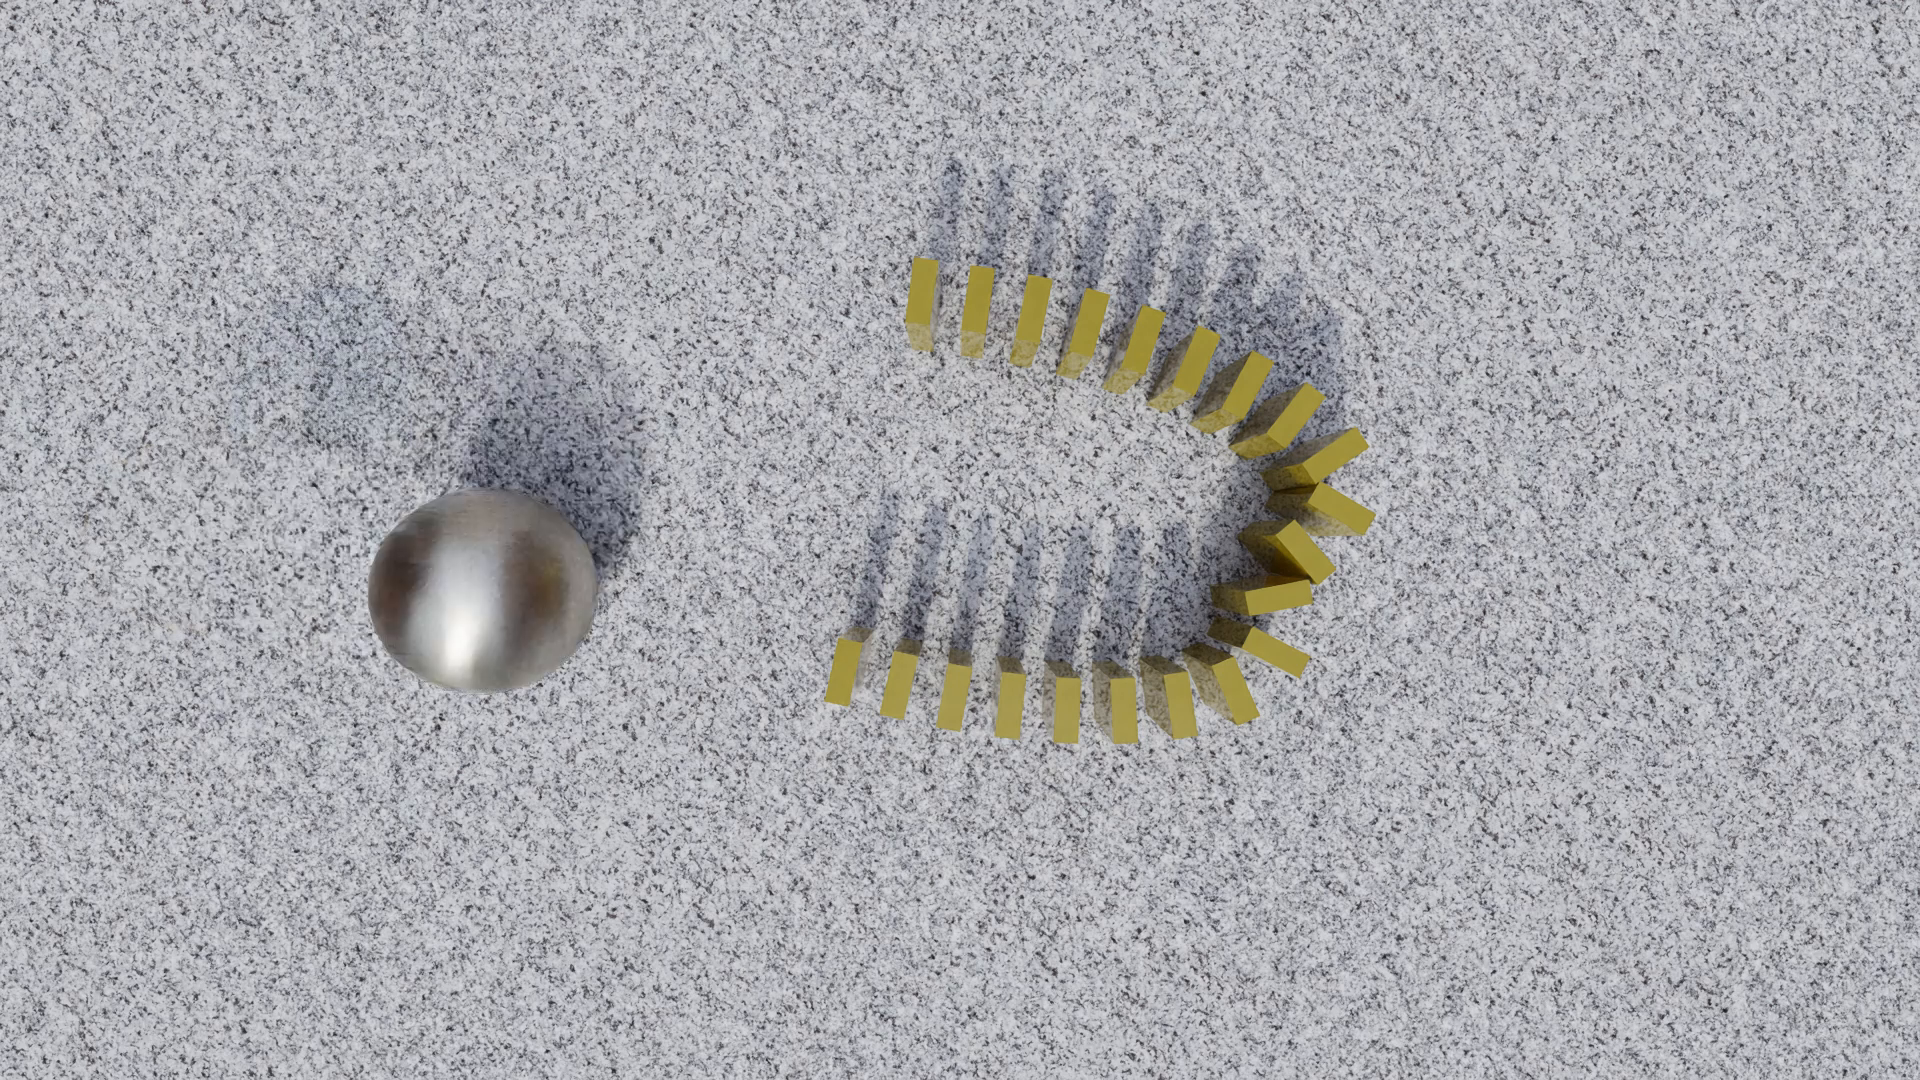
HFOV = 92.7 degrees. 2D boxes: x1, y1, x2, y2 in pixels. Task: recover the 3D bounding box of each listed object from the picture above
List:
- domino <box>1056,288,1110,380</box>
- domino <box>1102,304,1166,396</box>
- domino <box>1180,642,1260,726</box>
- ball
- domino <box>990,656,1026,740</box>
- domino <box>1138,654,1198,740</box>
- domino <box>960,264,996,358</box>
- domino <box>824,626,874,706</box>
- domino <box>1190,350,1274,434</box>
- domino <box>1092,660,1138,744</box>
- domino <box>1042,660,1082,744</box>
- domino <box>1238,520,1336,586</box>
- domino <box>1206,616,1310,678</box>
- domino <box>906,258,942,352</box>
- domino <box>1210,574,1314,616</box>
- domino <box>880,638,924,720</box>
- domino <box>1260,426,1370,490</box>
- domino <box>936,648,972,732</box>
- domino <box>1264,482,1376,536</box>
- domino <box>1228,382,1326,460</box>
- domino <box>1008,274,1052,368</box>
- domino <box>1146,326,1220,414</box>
[{"bbox_3d":[0.049,-0.083,0.375,0.009,0.050,0.025,16,90,0],"label":"domino"},{"bbox_3d":[0.070,-0.077,0.375,0.010,0.050,0.025,19,90,0],"label":"domino"},{"bbox_3d":[0.105,0.058,0.375,0.010,0.050,0.025,-24,90,0],"label":"domino"},{"bbox_3d":[-0.185,0.020,0.360,0.080,0.080,0.080,0,90,0],"label":"ball"},{"bbox_3d":[0.019,0.063,0.375,0.010,0.050,0.025,6,90,0],"label":"domino"},{"bbox_3d":[0.084,0.063,0.375,0.010,0.050,0.025,-9,90,0],"label":"domino"},{"bbox_3d":[0.007,-0.092,0.375,0.009,0.050,0.025,9,90,0],"label":"domino"},{"bbox_3d":[-0.045,0.051,0.375,0.010,0.050,0.025,12,90,0],"label":"domino"},{"bbox_3d":[0.110,-0.059,0.375,0.010,0.050,0.025,28,90,0],"label":"domino"},{"bbox_3d":[0.063,0.065,0.375,0.010,0.050,0.025,-3,90,0],"label":"domino"},{"bbox_3d":[0.041,0.065,0.375,0.009,0.050,0.025,3,90,0],"label":"domino"},{"bbox_3d":[0.132,0.005,0.375,0.010,0.050,0.025,-40,90,0],"label":"domino"},{"bbox_3d":[0.121,0.043,0.375,0.025,0.050,0.009,27,90,0],"label":"domino"},{"bbox_3d":[-0.015,-0.095,0.375,0.009,0.050,0.025,8,90,0],"label":"domino"},{"bbox_3d":[0.122,0.022,0.375,0.025,0.050,0.010,-11,90,0],"label":"domino"},{"bbox_3d":[-0.023,0.056,0.375,0.009,0.050,0.025,13,90,0],"label":"domino"},{"bbox_3d":[0.144,-0.032,0.375,0.025,0.050,0.009,-34,90,0],"label":"domino"},{"bbox_3d":[-0.002,0.060,0.375,0.010,0.050,0.025,11,90,0],"label":"domino"},{"bbox_3d":[0.146,-0.012,0.375,0.025,0.050,0.009,31,90,0],"label":"domino"},{"bbox_3d":[0.128,-0.048,0.375,0.009,0.050,0.025,38,90,0],"label":"domino"},{"bbox_3d":[0.028,-0.088,0.375,0.009,0.050,0.025,12,90,0],"label":"domino"},{"bbox_3d":[0.090,-0.069,0.375,0.010,0.050,0.025,23,90,0],"label":"domino"}]
